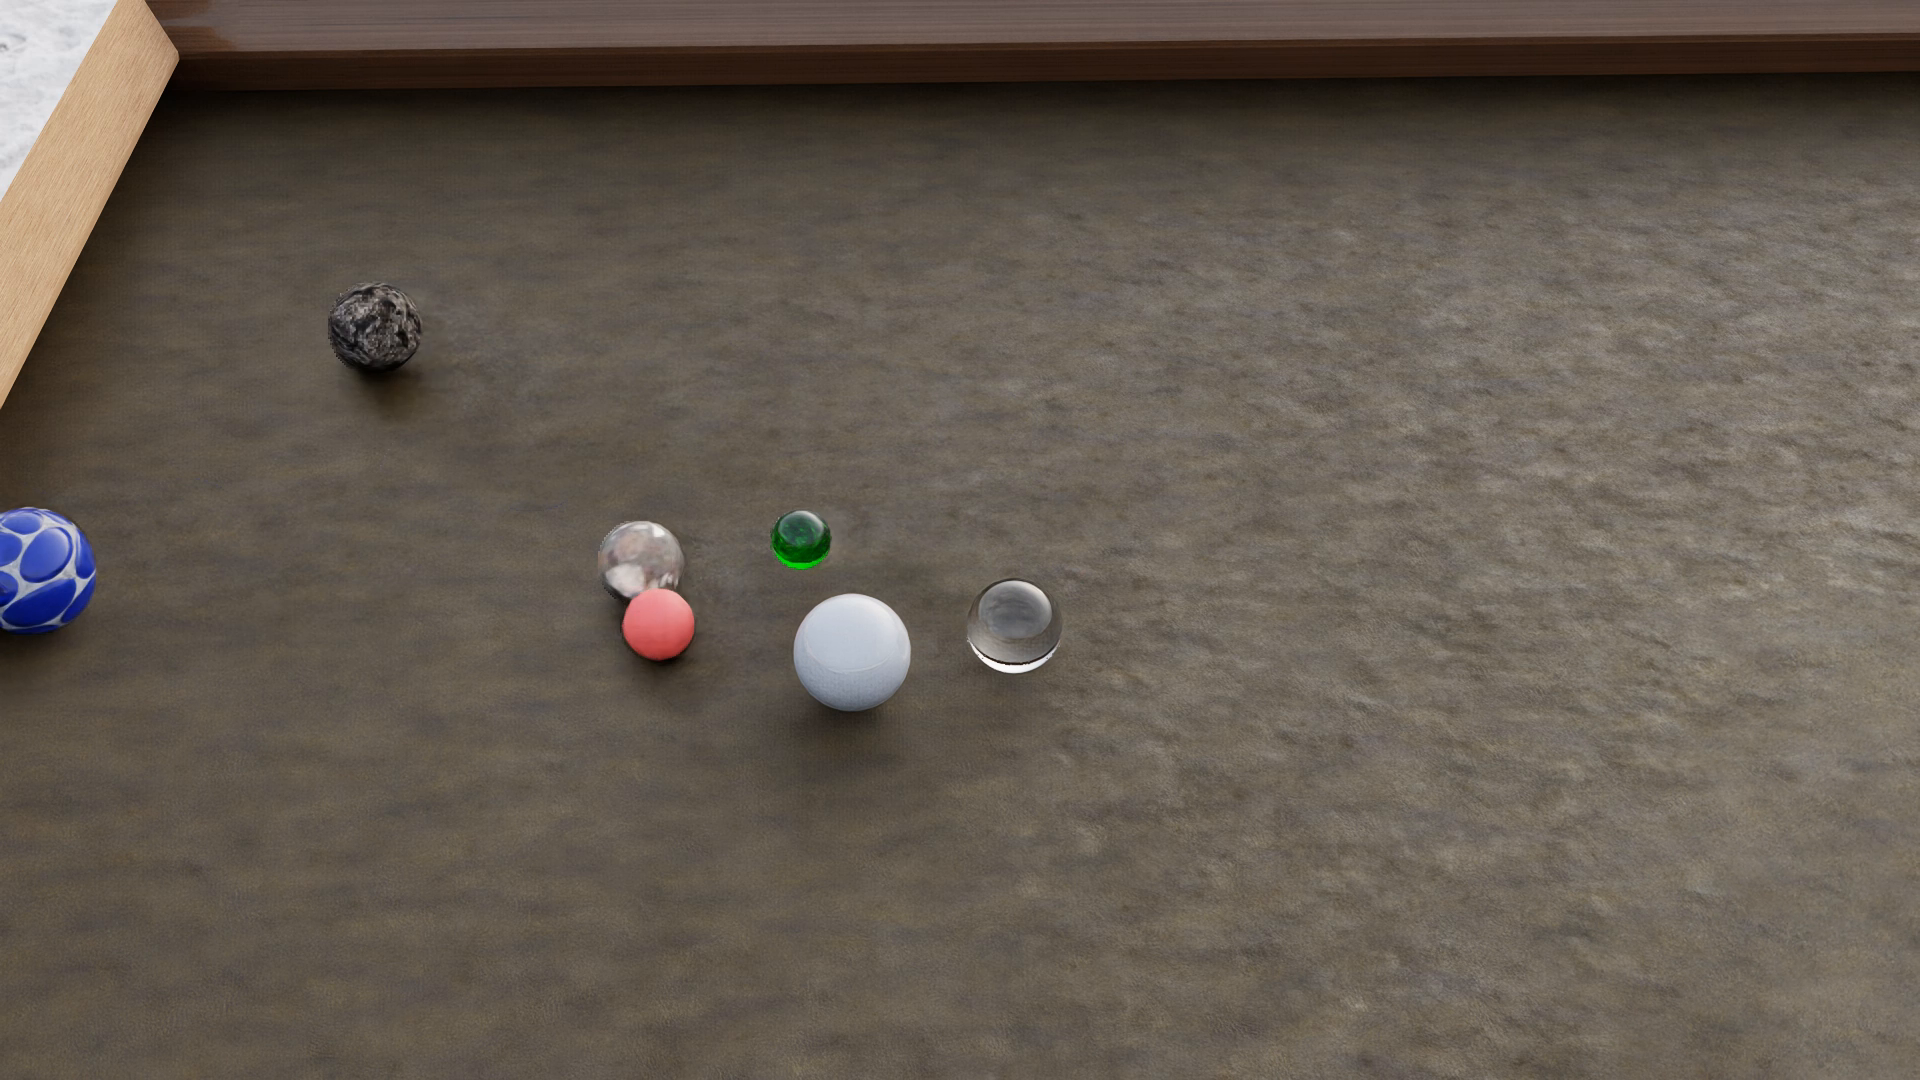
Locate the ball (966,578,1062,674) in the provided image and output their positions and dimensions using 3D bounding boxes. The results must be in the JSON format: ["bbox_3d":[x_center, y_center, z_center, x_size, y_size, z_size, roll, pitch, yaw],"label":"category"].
[{"bbox_3d":[0.036,0.056,1.678,0.063,0.063,0.063,0,36,0],"label":"ball"}]

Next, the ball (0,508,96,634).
[{"bbox_3d":[-0.619,0.020,1.709,0.084,0.084,0.084,0,36,0],"label":"ball"}]

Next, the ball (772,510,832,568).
[{"bbox_3d":[-0.110,-0.001,1.775,0.041,0.041,0.041,0,36,0],"label":"ball"}]

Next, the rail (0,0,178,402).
[{"bbox_3d":[-0.711,-0.010,1.728,0.045,0.109,1.560,-1,36,-1],"label":"rail"}]

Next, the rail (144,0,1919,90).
[{"bbox_3d":[0.715,-0.474,2.373,2.940,0.109,0.045,-1,36,-1],"label":"rail"}]

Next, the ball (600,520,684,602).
[{"bbox_3d":[-0.216,0.015,1.739,0.057,0.057,0.057,0,36,0],"label":"ball"}]

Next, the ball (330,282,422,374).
[{"bbox_3d":[-0.450,-0.164,1.977,0.069,0.069,0.069,0,36,0],"label":"ball"}]

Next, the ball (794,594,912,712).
[{"bbox_3d":[-0.069,0.072,1.644,0.076,0.076,0.076,0,36,0],"label":"ball"}]

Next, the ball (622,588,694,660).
[{"bbox_3d":[-0.199,0.056,1.691,0.047,0.047,0.047,0,36,0],"label":"ball"}]
